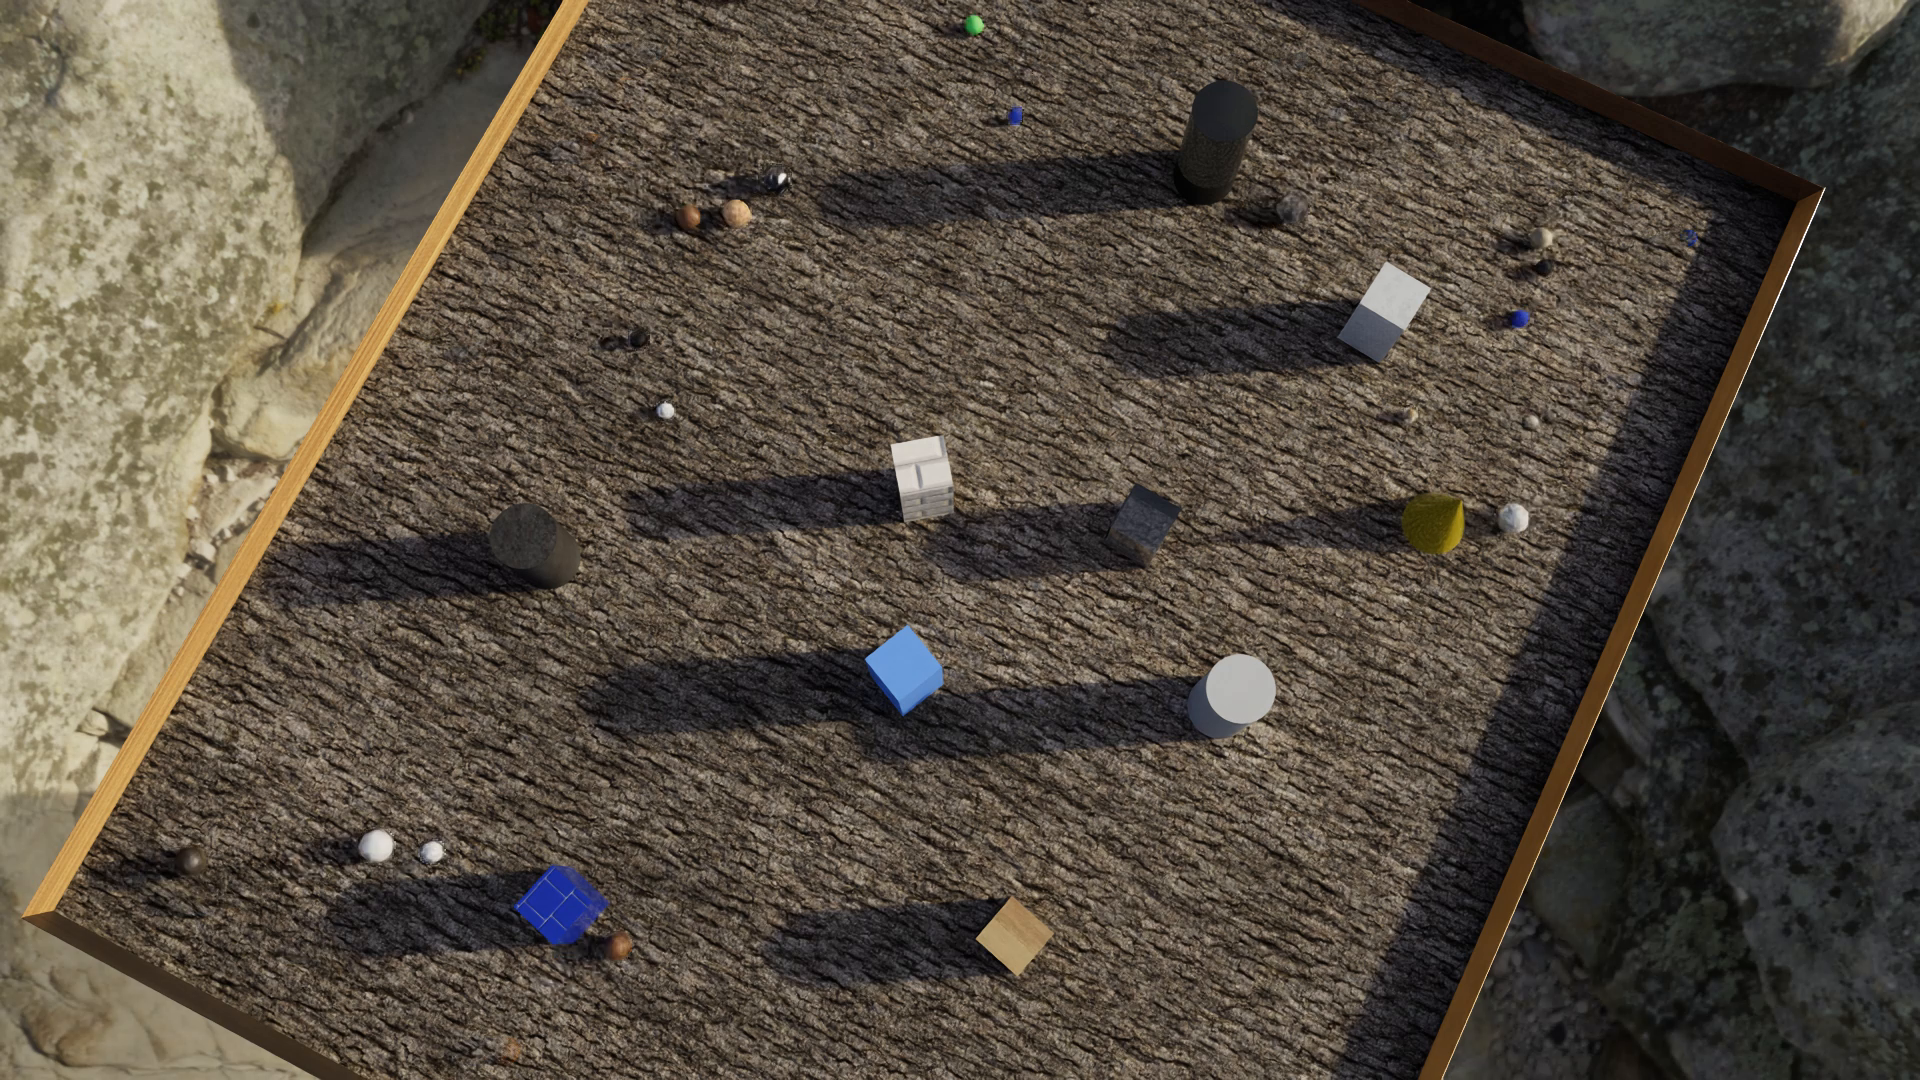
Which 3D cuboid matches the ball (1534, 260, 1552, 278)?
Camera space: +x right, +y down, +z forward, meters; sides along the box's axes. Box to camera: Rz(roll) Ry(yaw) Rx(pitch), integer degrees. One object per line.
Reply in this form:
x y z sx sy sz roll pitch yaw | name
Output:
1.837 -0.855 5.766 0.054 0.054 0.054 0 78 0 | ball

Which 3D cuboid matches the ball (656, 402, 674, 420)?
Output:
-0.911 -0.400 5.672 0.053 0.053 0.053 0 78 0 | ball

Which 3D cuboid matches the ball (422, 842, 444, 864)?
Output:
-1.553 0.920 5.394 0.063 0.063 0.063 0 78 0 | ball

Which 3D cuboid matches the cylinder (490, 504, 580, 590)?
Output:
-1.257 0.022 5.441 0.194 0.334 0.194 0 78 0 | cylinder

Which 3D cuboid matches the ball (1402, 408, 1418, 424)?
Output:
1.393 -0.385 5.672 0.046 0.046 0.046 0 78 0 | ball

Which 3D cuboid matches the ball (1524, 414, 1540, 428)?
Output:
1.770 -0.366 5.670 0.044 0.044 0.044 0 78 0 | ball

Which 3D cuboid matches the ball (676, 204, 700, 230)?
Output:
-0.857 -1.019 5.788 0.077 0.077 0.077 0 78 0 | ball

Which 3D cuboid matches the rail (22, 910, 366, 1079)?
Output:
-0.975 1.916 5.155 3.832 0.126 0.045 26 80 5 | rail

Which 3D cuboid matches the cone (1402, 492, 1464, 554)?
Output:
1.454 -0.085 5.467 0.194 0.327 0.194 0 78 0 | cone

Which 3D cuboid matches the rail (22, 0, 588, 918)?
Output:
-1.692 -0.822 5.721 0.045 0.126 4.408 26 80 5 | rail

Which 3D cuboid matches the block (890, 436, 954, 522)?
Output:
-0.110 -0.179 5.470 0.155 0.360 0.155 -11 79 -2 | block

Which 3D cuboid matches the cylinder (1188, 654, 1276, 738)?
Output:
0.781 0.457 5.301 0.194 0.432 0.194 0 78 0 | cylinder

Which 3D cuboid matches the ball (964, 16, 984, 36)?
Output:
0.045 -1.665 5.929 0.062 0.062 0.062 0 78 0 | ball

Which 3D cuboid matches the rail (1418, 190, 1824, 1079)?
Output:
1.692 0.835 5.378 0.045 0.126 4.408 26 80 5 | rail

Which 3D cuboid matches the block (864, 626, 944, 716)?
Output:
-0.159 0.385 5.341 0.155 0.384 0.155 -38 81 -7 | block

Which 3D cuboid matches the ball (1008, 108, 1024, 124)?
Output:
0.179 -1.358 5.874 0.047 0.047 0.047 0 78 0 | ball

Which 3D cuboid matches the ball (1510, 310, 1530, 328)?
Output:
1.751 -0.691 5.731 0.056 0.056 0.056 0 78 0 | ball

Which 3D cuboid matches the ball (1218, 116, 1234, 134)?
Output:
0.851 -1.328 5.865 0.051 0.051 0.051 0 78 0 | ball

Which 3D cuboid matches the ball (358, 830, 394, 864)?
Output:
-1.714 0.900 5.381 0.097 0.097 0.097 0 78 0 | ball

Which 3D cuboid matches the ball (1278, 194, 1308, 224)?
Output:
1.051 -1.047 5.785 0.095 0.095 0.095 0 78 0 | ball

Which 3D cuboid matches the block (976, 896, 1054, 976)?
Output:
0.152 1.132 5.240 0.155 0.278 0.155 41 81 8 | block

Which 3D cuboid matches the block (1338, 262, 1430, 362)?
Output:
1.290 -0.691 5.592 0.155 0.329 0.155 33 80 6 | block

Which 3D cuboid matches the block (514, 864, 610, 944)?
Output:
-1.138 1.047 5.258 0.155 0.278 0.155 41 81 8 | block

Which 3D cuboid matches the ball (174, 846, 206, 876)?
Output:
-2.258 0.943 5.376 0.088 0.088 0.088 0 78 0 | ball

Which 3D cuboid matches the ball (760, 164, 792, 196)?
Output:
-0.583 -1.139 5.803 0.096 0.096 0.096 0 78 0 | ball

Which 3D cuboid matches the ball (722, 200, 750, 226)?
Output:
-0.707 -1.033 5.786 0.086 0.086 0.086 0 78 0 | ball

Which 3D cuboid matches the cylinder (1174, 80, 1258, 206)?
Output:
0.778 -1.211 5.620 0.194 0.485 0.194 0 78 0 | cylinder

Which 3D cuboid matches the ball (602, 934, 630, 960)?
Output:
-0.999 1.184 5.332 0.078 0.078 0.078 0 78 0 | ball

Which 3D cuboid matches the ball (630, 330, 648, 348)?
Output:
-1.002 -0.626 5.716 0.058 0.058 0.058 0 78 0 | ball

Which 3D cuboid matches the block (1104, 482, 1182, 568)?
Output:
0.545 -0.041 5.501 0.155 0.243 0.155 31 80 6 | block

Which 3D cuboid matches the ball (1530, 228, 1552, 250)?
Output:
1.833 -0.949 5.778 0.069 0.069 0.069 0 78 0 | ball

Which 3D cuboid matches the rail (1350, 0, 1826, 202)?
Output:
0.975 -1.903 5.945 3.832 0.126 0.045 26 80 5 | rail

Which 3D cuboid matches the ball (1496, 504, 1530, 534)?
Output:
1.685 -0.065 5.582 0.094 0.094 0.094 0 78 0 | ball
